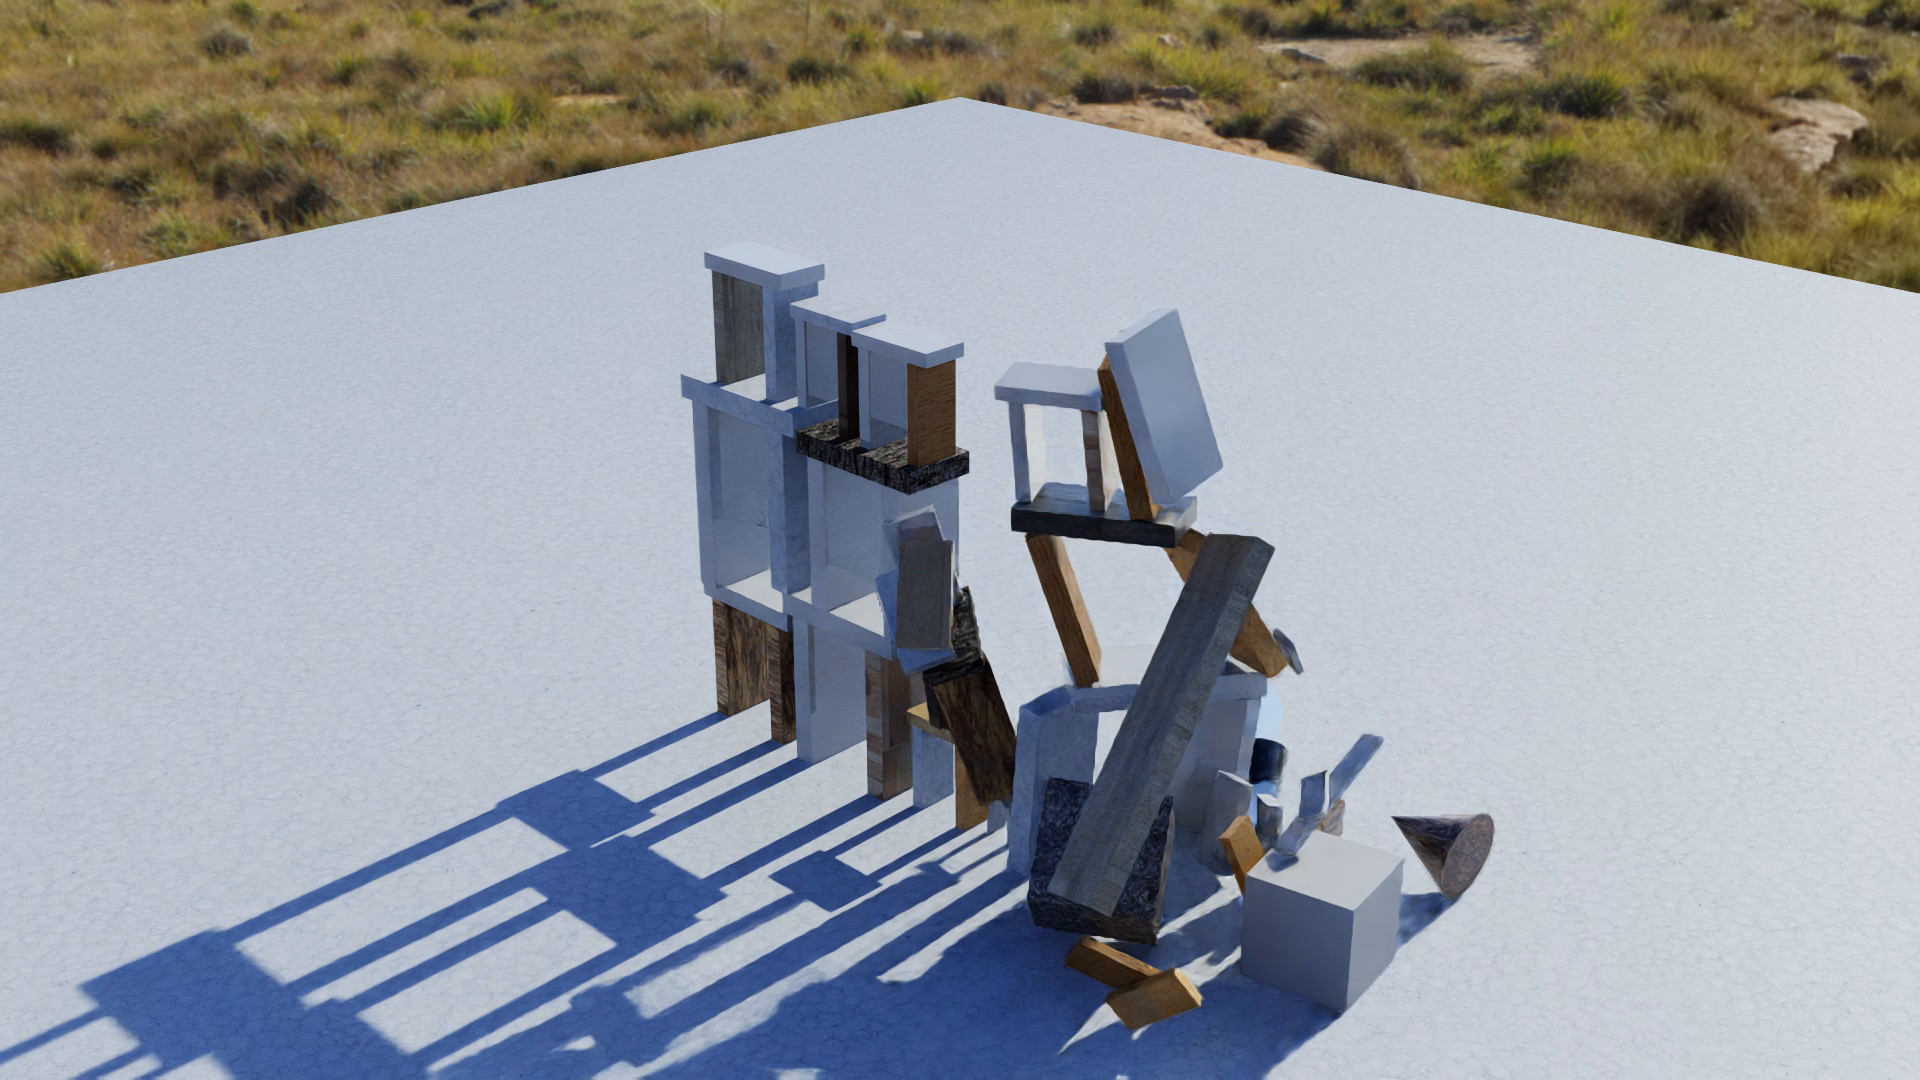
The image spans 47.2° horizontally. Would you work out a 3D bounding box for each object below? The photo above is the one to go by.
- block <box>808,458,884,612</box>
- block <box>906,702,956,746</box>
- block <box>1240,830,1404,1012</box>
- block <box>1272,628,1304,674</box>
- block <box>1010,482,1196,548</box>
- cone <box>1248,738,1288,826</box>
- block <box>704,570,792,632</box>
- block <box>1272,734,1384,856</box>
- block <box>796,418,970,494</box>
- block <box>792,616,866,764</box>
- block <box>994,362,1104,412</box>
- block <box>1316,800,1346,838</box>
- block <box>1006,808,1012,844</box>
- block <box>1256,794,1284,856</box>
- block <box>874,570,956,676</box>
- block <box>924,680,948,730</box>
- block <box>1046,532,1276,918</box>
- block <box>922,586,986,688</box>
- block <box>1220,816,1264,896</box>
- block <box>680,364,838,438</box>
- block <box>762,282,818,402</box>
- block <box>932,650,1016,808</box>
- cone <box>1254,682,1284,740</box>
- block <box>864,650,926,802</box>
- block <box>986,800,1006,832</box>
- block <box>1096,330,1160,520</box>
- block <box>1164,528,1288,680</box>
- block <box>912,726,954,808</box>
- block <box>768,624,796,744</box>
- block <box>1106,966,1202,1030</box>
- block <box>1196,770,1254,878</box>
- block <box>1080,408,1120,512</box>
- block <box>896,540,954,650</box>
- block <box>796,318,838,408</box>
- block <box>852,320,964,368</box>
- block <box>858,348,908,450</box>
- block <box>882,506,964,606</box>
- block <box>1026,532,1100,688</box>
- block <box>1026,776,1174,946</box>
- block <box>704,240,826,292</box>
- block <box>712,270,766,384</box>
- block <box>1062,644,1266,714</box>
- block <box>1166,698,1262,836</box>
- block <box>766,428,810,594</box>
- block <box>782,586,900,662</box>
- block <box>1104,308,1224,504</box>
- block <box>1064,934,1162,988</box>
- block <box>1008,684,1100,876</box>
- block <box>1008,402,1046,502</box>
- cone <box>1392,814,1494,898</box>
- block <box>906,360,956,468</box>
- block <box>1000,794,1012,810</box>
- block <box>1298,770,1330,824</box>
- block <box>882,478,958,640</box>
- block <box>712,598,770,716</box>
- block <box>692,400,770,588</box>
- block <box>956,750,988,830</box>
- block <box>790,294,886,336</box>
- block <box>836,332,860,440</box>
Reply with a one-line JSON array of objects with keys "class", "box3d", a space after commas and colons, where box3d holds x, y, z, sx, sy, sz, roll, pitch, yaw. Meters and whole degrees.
[{"class": "block", "box3d": [-0.230, -0.034, 4.462, 0.046, 0.324, 0.162, 21, 31, 40]}, {"class": "block", "box3d": [-0.011, 0.367, 4.392, 0.184, 0.026, 0.092, 21, 31, 41]}, {"class": "block", "box3d": [0.644, 0.670, 3.915, 0.208, 0.208, 0.208, 15, 27, 31]}, {"class": "block", "box3d": [0.593, 0.201, 3.979, 0.014, 0.096, 0.048, -36, 51, -6]}, {"class": "block", "box3d": [0.260, -0.047, 3.970, 0.304, 0.043, 0.152, 6, 23, 19]}, {"class": "cone", "box3d": [0.598, 0.525, 4.420, 0.179, 0.179, 0.179, -4, 50, -10]}, {"class": "block", "box3d": [-0.410, 0.118, 4.727, 0.275, 0.039, 0.138, 21, 31, 41]}, {"class": "block", "box3d": [0.665, 0.456, 3.960, 0.296, 0.014, 0.048, -46, 23, -26]}, {"class": "block", "box3d": [-0.154, -0.173, 4.318, 0.324, 0.046, 0.162, 21, 31, 41]}, {"class": "block", "box3d": [-0.271, 0.293, 4.648, 0.165, 0.329, 0.047, -21, 31, -41]}, {"class": "block", "box3d": [0.173, -0.272, 3.881, 0.203, 0.029, 0.101, 8, 33, 23]}, {"class": "block", "box3d": [0.667, 0.572, 4.153, 0.026, 0.091, 0.183, 24, 43, 31]}, {"class": "block", "box3d": [0.112, 0.554, 4.337, 0.045, 0.090, 0.013, -22, 31, -35]}, {"class": "block", "box3d": [0.581, 0.579, 4.139, 0.026, 0.183, 0.091, -1, 8, -7]}, {"class": "block", "box3d": [-0.084, 0.146, 4.124, 0.100, 0.028, 0.200, -19, 66, 1]}, {"class": "block", "box3d": [-0.019, 0.250, 4.332, 0.113, 0.226, 0.032, -25, 30, -32]}, {"class": "block", "box3d": [0.338, 0.302, 3.696, 0.042, 0.676, 0.149, 30, -11, -25]}, {"class": "block", "box3d": [-0.022, 0.182, 4.182, 0.113, 0.032, 0.226, -16, 36, 5]}, {"class": "block", "box3d": [0.517, 0.577, 3.946, 0.021, 0.149, 0.074, -9, 21, 42]}, {"class": "block", "box3d": [-0.394, -0.299, 4.533, 0.354, 0.050, 0.177, 21, 31, 40]}, {"class": "block", "box3d": [-0.337, -0.405, 4.418, 0.033, 0.236, 0.118, 21, 31, 40]}, {"class": "block", "box3d": [0.042, 0.365, 4.225, 0.113, 0.333, 0.032, -24, 36, -6]}, {"class": "cone", "box3d": [0.610, 0.379, 4.790, 0.133, 0.133, 0.133, -18, 2, -37]}, {"class": "block", "box3d": [-0.116, 0.354, 4.505, 0.047, 0.329, 0.165, 21, 31, 41]}, {"class": "block", "box3d": [0.076, 0.533, 4.383, 0.013, 0.090, 0.045, 18, 22, 36]}, {"class": "block", "box3d": [0.310, -0.202, 3.854, 0.042, 0.299, 0.149, -1, 33, 24]}, {"class": "block", "box3d": [0.477, 0.108, 4.006, 0.043, 0.304, 0.152, -39, 27, -11]}, {"class": "block", "box3d": [-0.054, 0.447, 4.473, 0.092, 0.184, 0.026, -21, 31, -41]}, {"class": "block", "box3d": [-0.345, 0.288, 4.728, 0.039, 0.275, 0.138, 21, 31, 41]}, {"class": "block", "box3d": [0.329, 0.779, 3.732, 0.149, 0.074, 0.021, -28, 19, 32]}, {"class": "block", "box3d": [0.509, 0.545, 4.228, 0.026, 0.183, 0.091, 10, 7, -28]}, {"class": "block", "box3d": [0.250, -0.165, 3.913, 0.029, 0.203, 0.101, 4, 32, 18]}, {"class": "block", "box3d": [-0.064, 0.102, 4.083, 0.100, 0.200, 0.028, 1, -9, 9]}, {"class": "block", "box3d": [-0.283, -0.361, 4.382, 0.091, 0.183, 0.026, -21, 31, -41]}, {"class": "block", "box3d": [-0.100, -0.373, 4.177, 0.202, 0.029, 0.101, 21, 31, 40]}, {"class": "block", "box3d": [-0.149, -0.285, 4.265, 0.029, 0.202, 0.101, 21, 31, 40]}, {"class": "block", "box3d": [-0.069, 0.041, 4.189, 0.100, 0.200, 0.028, -17, 22, 4]}, {"class": "block", "box3d": [0.192, 0.104, 4.069, 0.043, 0.304, 0.152, -17, 18, 10]}, {"class": "block", "box3d": [0.258, 0.582, 3.967, 0.224, 0.224, 0.224, 8, -21, 9]}, {"class": "block", "box3d": [-0.394, -0.551, 4.416, 0.118, 0.033, 0.236, -21, 31, -40]}, {"class": "block", "box3d": [-0.449, -0.449, 4.520, 0.118, 0.236, 0.033, -21, 31, -41]}, {"class": "block", "box3d": [0.382, 0.253, 4.146, 0.357, 0.051, 0.179, -5, 20, -4]}, {"class": "block", "box3d": [0.488, 0.403, 4.340, 0.179, 0.357, 0.051, 22, 24, 36]}, {"class": "block", "box3d": [-0.311, -0.081, 4.535, 0.177, 0.354, 0.050, -21, 31, -41]}, {"class": "block", "box3d": [-0.193, 0.150, 4.503, 0.165, 0.047, 0.329, -21, 31, -41]}, {"class": "block", "box3d": [0.349, -0.227, 3.743, 0.042, 0.299, 0.149, 3, 29, 47]}, {"class": "block", "box3d": [0.261, 0.730, 3.749, 0.149, 0.074, 0.021, 27, 46, -7]}, {"class": "block", "box3d": [0.181, 0.454, 4.229, 0.051, 0.357, 0.179, 25, 33, 37]}, {"class": "block", "box3d": [0.122, -0.182, 3.974, 0.029, 0.202, 0.101, 4, 27, 18]}, {"class": "cone", "box3d": [0.893, 0.564, 4.189, 0.175, 0.175, 0.175, -21, 36, -41]}, {"class": "block", "box3d": [-0.054, -0.248, 4.178, 0.029, 0.202, 0.101, 21, 31, 40]}, {"class": "block", "box3d": [0.092, 0.491, 4.333, 0.045, 0.013, 0.090, -27, 36, -10]}, {"class": "block", "box3d": [0.615, 0.446, 3.814, 0.048, 0.014, 0.096, -22, 33, 29]}, {"class": "block", "box3d": [-0.077, 0.026, 4.321, 0.046, 0.324, 0.162, 21, 31, 41]}, {"class": "block", "box3d": [-0.475, 0.238, 4.848, 0.039, 0.275, 0.138, 21, 31, 41]}, {"class": "block", "box3d": [-0.478, -0.117, 4.700, 0.050, 0.415, 0.177, 21, 31, 41]}, {"class": "block", "box3d": [0.032, 0.481, 4.393, 0.026, 0.184, 0.092, 21, 31, 41]}, {"class": "block", "box3d": [-0.240, -0.440, 4.301, 0.091, 0.026, 0.183, -21, 31, -40]}, {"class": "block", "box3d": [-0.196, -0.312, 4.308, 0.091, 0.217, 0.026, -21, 31, -40]}]
